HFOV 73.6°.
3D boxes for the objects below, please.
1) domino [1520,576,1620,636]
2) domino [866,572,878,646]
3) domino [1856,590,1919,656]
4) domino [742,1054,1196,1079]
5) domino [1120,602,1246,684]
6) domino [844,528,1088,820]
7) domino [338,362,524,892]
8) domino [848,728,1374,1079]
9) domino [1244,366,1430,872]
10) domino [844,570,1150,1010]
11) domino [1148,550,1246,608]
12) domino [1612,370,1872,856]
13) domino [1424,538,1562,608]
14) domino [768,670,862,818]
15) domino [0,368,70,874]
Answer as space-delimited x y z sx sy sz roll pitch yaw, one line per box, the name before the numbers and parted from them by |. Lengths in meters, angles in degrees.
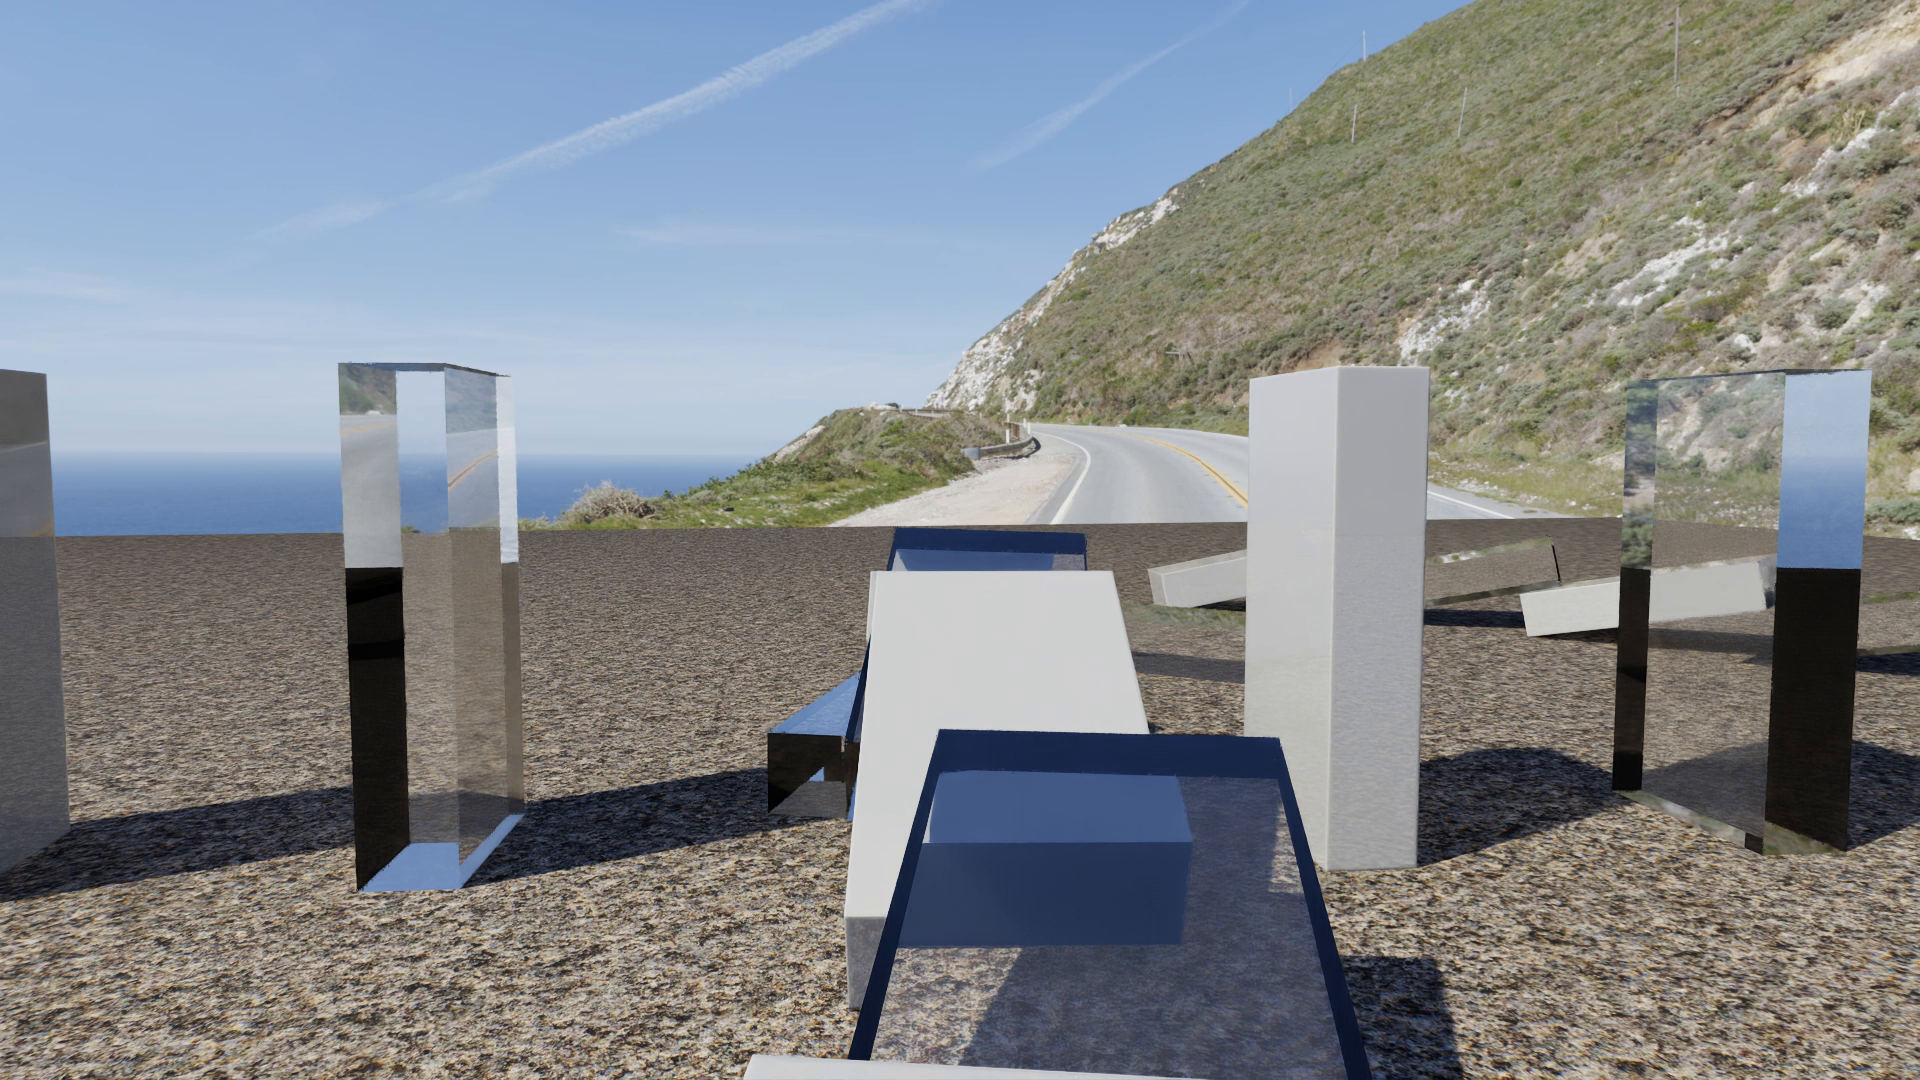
domino | 0.151 0.012 0.277 0.050 0.009 0.025 -12 -4 40
domino | -0.001 0.015 0.200 0.025 0.009 0.050 4 -12 -2
domino | 0.182 0.015 0.240 0.025 0.010 0.050 -4 -6 -43
domino | 0.002 0.031 0.025 0.025 0.009 0.050 0 16 6
domino | 0.038 0.019 0.250 0.050 0.010 0.025 3 5 33
domino | 0.003 0.014 0.150 0.025 0.010 0.050 2 25 3
domino | -0.054 0.008 0.133 0.009 0.050 0.025 0 4 -5
domino | 0.008 0.027 0.073 0.025 0.010 0.050 0 18 6
domino | 0.040 0.007 0.139 0.009 0.050 0.025 0 4 -6
domino | 0.004 0.019 0.117 0.025 0.010 0.050 0 28 -1
domino | 0.075 0.008 0.327 0.050 0.010 0.025 -11 1 1
domino | 0.086 0.007 0.144 0.009 0.050 0.025 -1 4 -7
domino | 0.116 0.009 0.308 0.050 0.009 0.025 -12 -1 23
domino | -0.005 0.025 0.170 0.025 0.010 0.050 1 4 11
domino | -0.100 0.008 0.126 0.009 0.050 0.025 -1 4 -11
